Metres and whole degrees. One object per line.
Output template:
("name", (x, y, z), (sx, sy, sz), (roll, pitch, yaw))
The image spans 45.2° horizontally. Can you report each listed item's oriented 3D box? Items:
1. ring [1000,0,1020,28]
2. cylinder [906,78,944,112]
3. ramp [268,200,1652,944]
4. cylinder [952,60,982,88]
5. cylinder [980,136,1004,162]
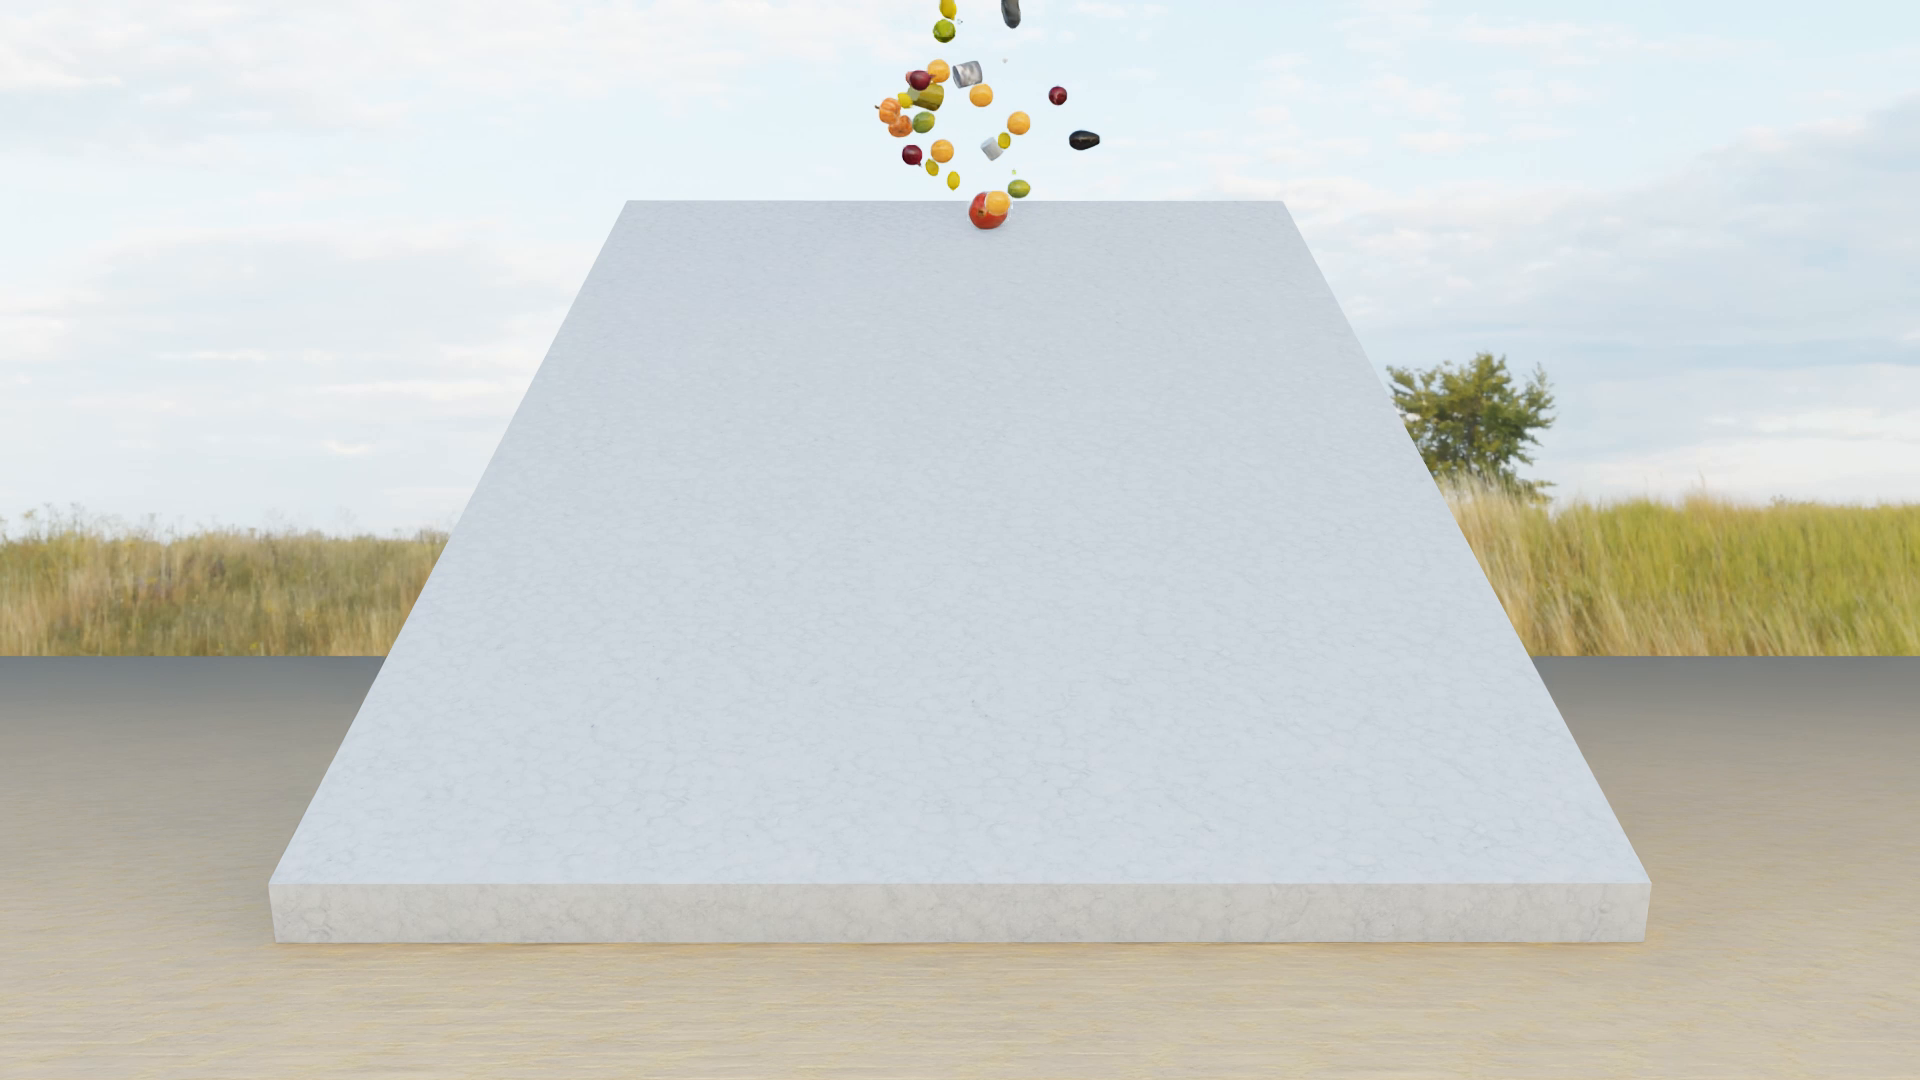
("ring", (0.152, -1.598, 6.929), (0.040, 0.120, 0.120), (-12, -1, -8))
("cylinder", (-0.101, -1.303, 6.743), (0.080, 0.080, 0.080), (11, -8, -32))
("ramp", (-0.007, -0.223, 5.197), (2.000, 0.100, 4.000), (0, 23, 0))
("cylinder", (0.021, -1.301, 6.436), (0.066, 0.066, 0.066), (-18, 2, -15))
("cylinder", (0.096, -1.171, 6.899), (0.052, 0.052, 0.052), (-4, -47, 53))
